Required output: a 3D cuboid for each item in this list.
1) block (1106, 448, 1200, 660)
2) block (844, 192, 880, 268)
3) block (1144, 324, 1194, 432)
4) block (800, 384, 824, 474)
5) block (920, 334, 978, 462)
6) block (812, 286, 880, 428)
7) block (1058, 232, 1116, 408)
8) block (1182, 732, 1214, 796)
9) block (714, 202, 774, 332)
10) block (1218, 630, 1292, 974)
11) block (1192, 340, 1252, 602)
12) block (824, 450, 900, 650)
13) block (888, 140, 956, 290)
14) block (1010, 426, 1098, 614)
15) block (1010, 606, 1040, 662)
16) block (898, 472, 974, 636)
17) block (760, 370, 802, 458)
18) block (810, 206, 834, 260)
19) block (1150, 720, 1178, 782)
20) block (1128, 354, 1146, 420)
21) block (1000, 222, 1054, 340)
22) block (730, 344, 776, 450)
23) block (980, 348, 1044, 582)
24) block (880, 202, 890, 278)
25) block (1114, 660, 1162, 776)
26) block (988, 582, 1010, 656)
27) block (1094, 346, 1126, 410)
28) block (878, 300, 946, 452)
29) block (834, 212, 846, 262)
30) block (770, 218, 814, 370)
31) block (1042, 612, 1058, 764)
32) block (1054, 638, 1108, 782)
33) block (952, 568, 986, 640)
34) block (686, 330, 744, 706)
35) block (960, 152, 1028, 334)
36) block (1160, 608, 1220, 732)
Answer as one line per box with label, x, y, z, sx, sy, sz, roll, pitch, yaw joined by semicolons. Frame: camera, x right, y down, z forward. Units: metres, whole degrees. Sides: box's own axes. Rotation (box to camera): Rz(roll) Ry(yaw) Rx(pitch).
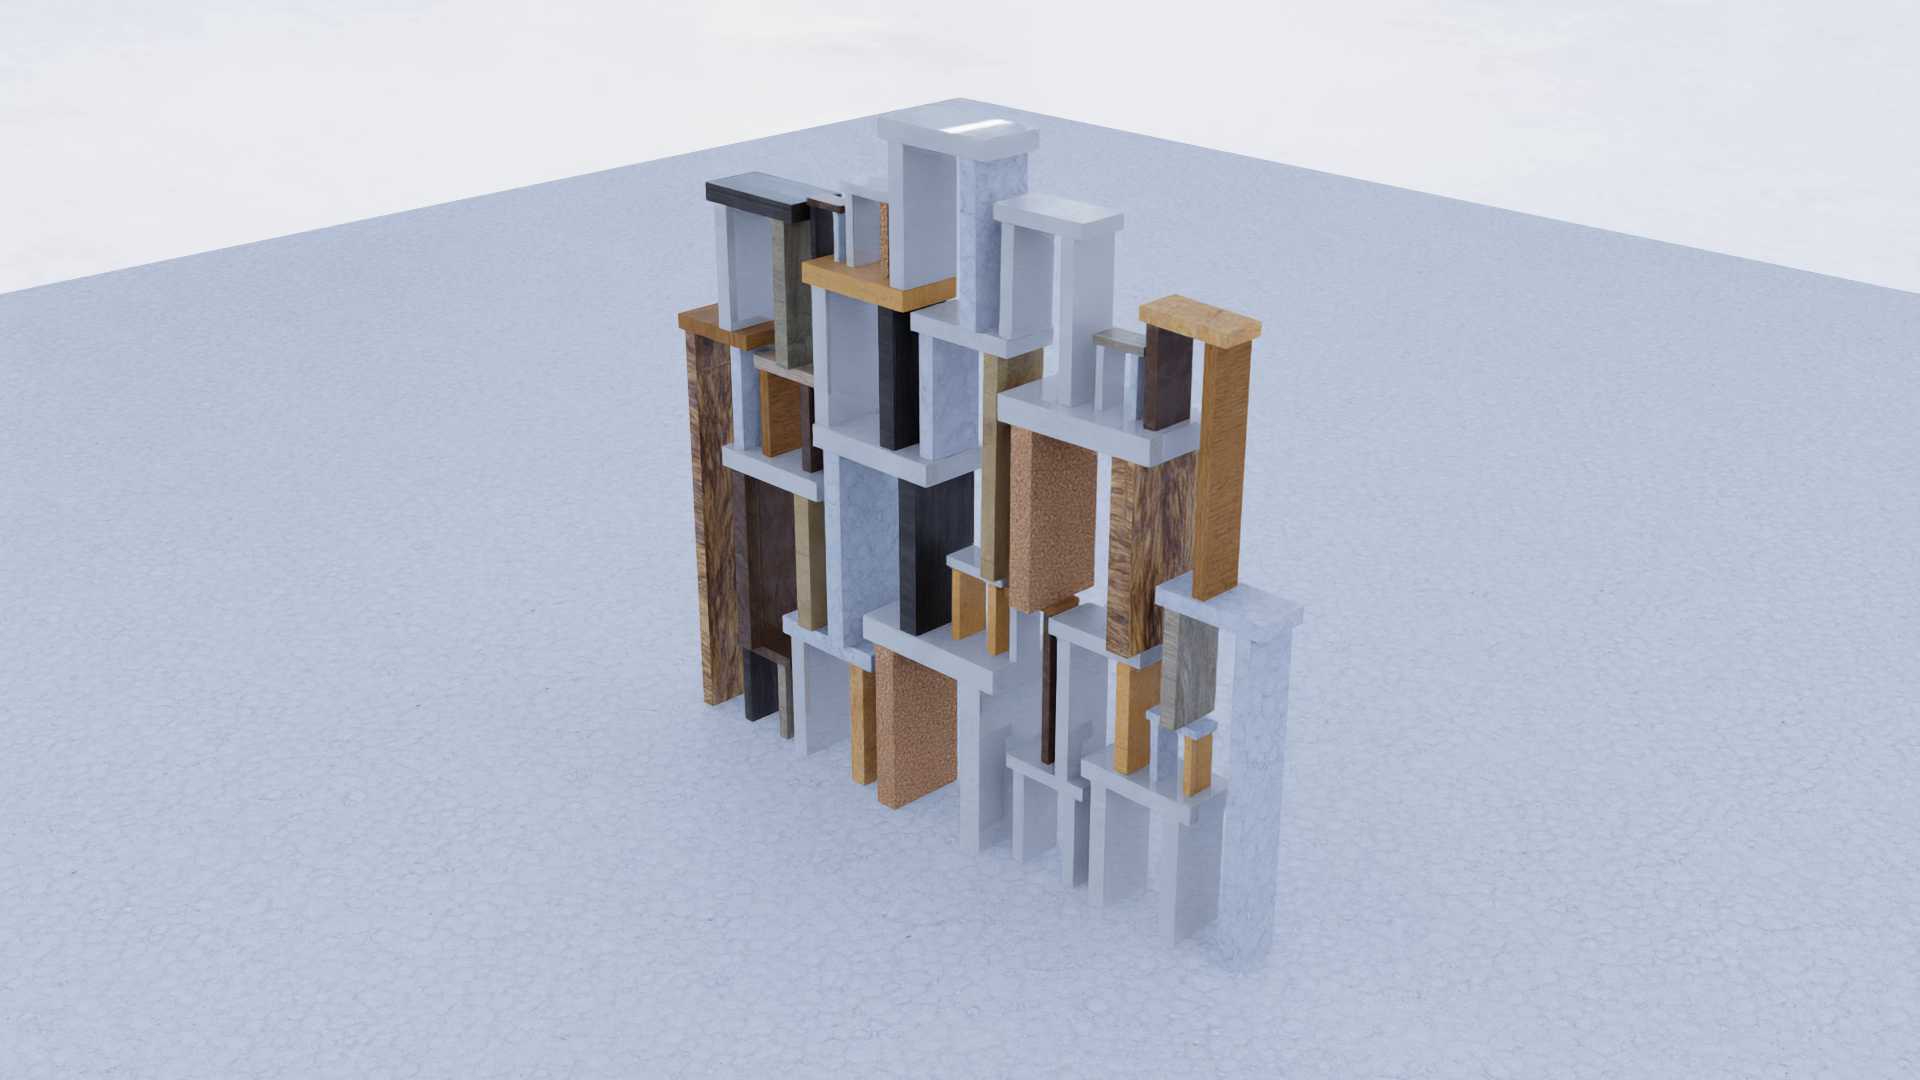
block;0.339;0.008;3.862;0.050;0.368;0.178;22;31;40
block;-0.184;-0.595;4.179;0.020;0.142;0.071;21;31;41
block;0.352;-0.284;3.711;0.092;0.184;0.026;-21;31;-40
block;-0.276;-0.236;4.425;0.093;0.185;0.026;-21;31;-41
block;-0.020;-0.281;4.127;0.035;0.245;0.122;21;31;41
block;-0.221;-0.374;4.299;0.140;0.280;0.040;-21;31;-40
block;0.219;-0.388;3.816;0.105;0.301;0.030;-22;31;-40
block;0.425;0.394;3.925;0.058;0.117;0.017;-21;31;-40
block;-0.431;-0.565;4.460;0.131;0.261;0.037;-21;31;-41
block;0.516;0.451;3.853;0.115;0.660;0.033;-21;31;-41
block;0.439;-0.121;3.688;0.026;0.456;0.092;21;31;40
block;-0.196;0.000;4.430;0.045;0.420;0.160;21;31;41
block;-0.068;-0.607;4.041;0.136;0.273;0.039;-21;31;-41
block;0.171;-0.059;4.016;0.178;0.356;0.050;-22;31;-40
block;0.123;0.162;4.163;0.065;0.130;0.018;-21;31;-41
block;-0.045;0.013;4.272;0.160;0.320;0.045;-21;31;-41
block;-0.364;-0.270;4.505;0.093;0.185;0.026;-21;31;-41
block;-0.266;-0.494;4.302;0.049;0.334;0.014;-21;31;-40
block;0.369;0.372;3.975;0.058;0.117;0.017;-21;30;-40
block;0.315;-0.267;3.762;0.058;0.116;0.016;-21;32;-40
block;0.119;-0.469;3.895;0.105;0.211;0.030;-21;32;-40
block;-0.418;-0.305;4.543;0.031;0.220;0.110;21;31;41
block;0.095;-0.146;4.061;0.035;0.443;0.122;22;31;40
block;-0.117;-0.569;4.118;0.020;0.142;0.071;21;31;41
block;0.330;0.308;3.996;0.031;0.219;0.109;22;32;40
block;0.086;0.141;4.192;0.073;0.146;0.021;-21;31;-41
block;0.261;-0.287;3.813;0.058;0.116;0.016;-21;32;-40
block;-0.089;-0.322;4.177;0.140;0.280;0.040;-21;31;-41
block;-0.219;-0.585;4.214;0.014;0.097;0.049;21;31;41
block;-0.308;-0.499;4.354;0.037;0.301;0.131;21;31;41
block;0.184;0.271;4.143;0.018;0.315;0.065;21;31;41
block;0.228;0.300;4.106;0.031;0.290;0.109;21;31;41
block;0.018;0.114;4.255;0.073;0.146;0.021;-21;31;-41
block;-0.522;-0.048;4.765;0.031;0.867;0.110;21;31;41
block;0.061;-0.538;3.929;0.039;0.313;0.136;21;31;40
block;0.405;0.211;3.869;0.033;0.230;0.115;21;31;40
